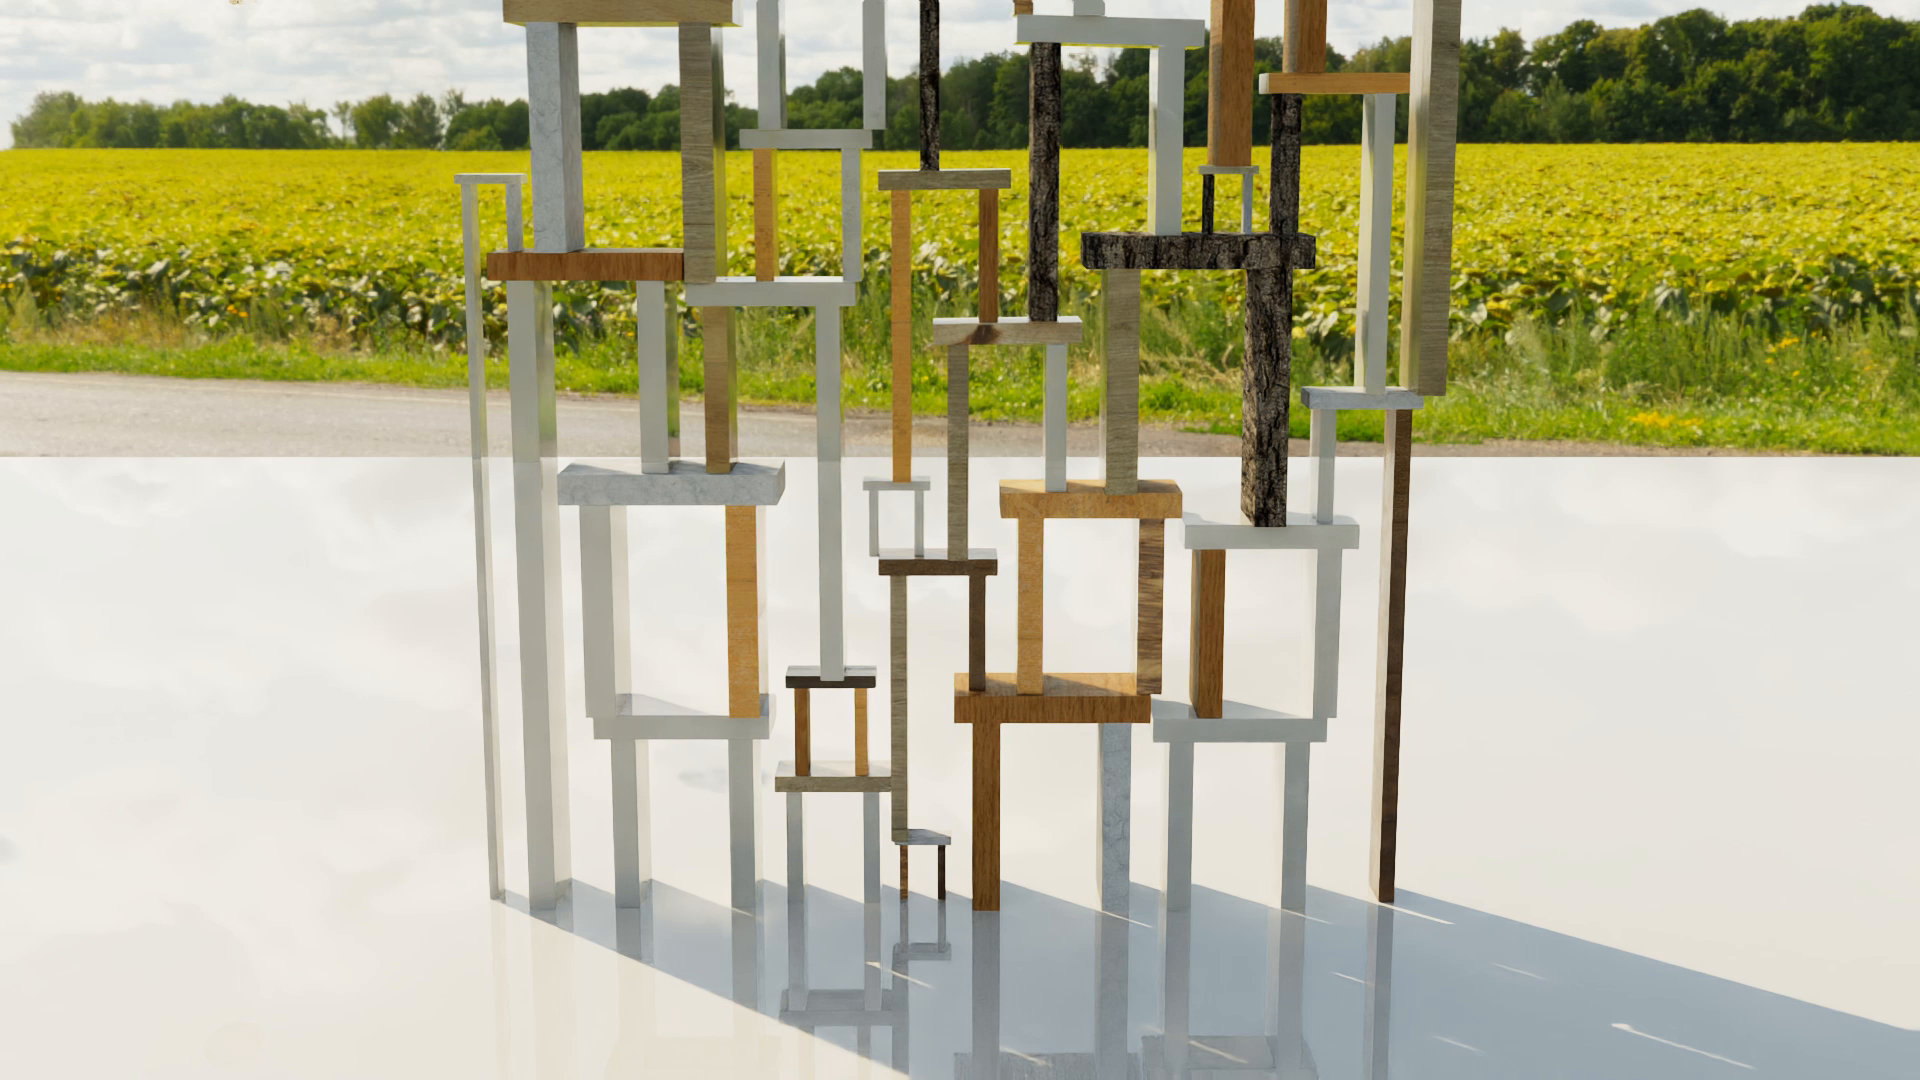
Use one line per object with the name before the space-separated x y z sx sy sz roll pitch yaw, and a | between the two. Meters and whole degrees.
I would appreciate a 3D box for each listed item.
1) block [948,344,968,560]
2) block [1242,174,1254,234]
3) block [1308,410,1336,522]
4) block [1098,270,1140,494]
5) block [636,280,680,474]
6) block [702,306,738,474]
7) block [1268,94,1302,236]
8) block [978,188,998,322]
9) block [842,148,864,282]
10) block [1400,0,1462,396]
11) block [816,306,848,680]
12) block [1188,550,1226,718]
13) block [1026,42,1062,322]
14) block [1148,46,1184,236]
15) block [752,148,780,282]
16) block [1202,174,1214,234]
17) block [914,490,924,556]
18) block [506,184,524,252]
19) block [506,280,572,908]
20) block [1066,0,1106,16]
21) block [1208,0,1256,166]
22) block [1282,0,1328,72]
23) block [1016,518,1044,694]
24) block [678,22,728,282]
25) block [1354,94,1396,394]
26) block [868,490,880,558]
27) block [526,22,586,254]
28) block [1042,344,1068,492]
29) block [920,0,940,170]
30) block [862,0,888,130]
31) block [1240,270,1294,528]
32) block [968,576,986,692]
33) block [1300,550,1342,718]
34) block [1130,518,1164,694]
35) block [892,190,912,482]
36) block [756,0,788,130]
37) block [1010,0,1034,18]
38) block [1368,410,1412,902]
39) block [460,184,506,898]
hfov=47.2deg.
block | -0.003 -0.146 3.527 0.033 0.343 0.117 0 11 -1
block | 0.453 -0.529 3.462 0.013 0.094 0.047 1 11 4
block | 0.583 -0.126 3.540 0.026 0.181 0.090 0 10 -1
block | 0.254 -0.260 3.509 0.050 0.353 0.176 0 10 0
block | -0.481 -0.267 3.514 0.043 0.303 0.152 0 11 0
block | -0.382 -0.246 3.510 0.037 0.264 0.132 0 11 0
block | 0.509 -0.589 3.446 0.031 0.217 0.108 0 11 0
block | 0.044 -0.451 3.475 0.029 0.206 0.103 0 10 -1
block | -0.169 -0.513 3.462 0.029 0.204 0.102 0 11 0
block | 0.738 -0.633 3.441 0.043 0.800 0.153 0 11 0
block | -0.206 -0.081 3.541 0.037 0.600 0.132 0 11 0
block | 0.403 0.138 3.587 0.039 0.277 0.139 0 11 0
block | 0.131 -0.561 3.452 0.041 0.423 0.143 0 11 -1
block | 0.322 -0.624 3.444 0.041 0.286 0.143 0 11 0
block | -0.305 -0.513 3.463 0.029 0.204 0.102 0 11 0
block | 0.390 -0.529 3.460 0.013 0.094 0.047 0 11 0
block | -0.066 -0.031 3.548 0.015 0.108 0.054 0 11 -1
block | -0.702 -0.509 3.465 0.015 0.104 0.052 0 11 0
block | -0.683 0.086 3.580 0.043 1.023 0.152 0 11 0
block | 0.193 -0.978 3.371 0.049 0.345 0.172 0 11 -1
block | 0.421 -0.864 3.392 0.049 0.565 0.172 0 11 0
block | 0.535 -0.876 3.395 0.043 0.305 0.153 0 11 0
block | 0.112 0.094 3.577 0.041 0.287 0.144 0 11 0
block | -0.402 -0.607 3.451 0.049 0.393 0.174 0 11 0
block | 0.654 -0.467 3.468 0.031 0.465 0.108 0 11 0
block | -0.138 -0.031 3.547 0.015 0.108 0.054 0 11 -1
block | -0.633 -0.629 3.447 0.049 0.347 0.174 0 11 0
block | 0.152 -0.202 3.516 0.033 0.233 0.117 0 11 0
block | -0.047 -0.797 3.405 0.030 0.441 0.106 0 11 -1
block | -0.131 -0.761 3.415 0.034 0.242 0.121 0 11 0
block | 0.489 -0.235 3.514 0.050 0.404 0.176 0 11 0
block | 0.028 0.142 3.583 0.027 0.191 0.095 0 11 0
block | 0.588 0.138 3.586 0.039 0.277 0.139 0 11 0
block | 0.304 0.094 3.577 0.041 0.287 0.144 0 11 0
block | -0.093 -0.326 3.498 0.029 0.459 0.103 0 11 -1
block | -0.293 -0.761 3.415 0.034 0.242 0.121 0 11 0
block | 0.096 -0.916 3.385 0.030 0.212 0.106 0 11 -1
block | 0.703 0.187 3.599 0.026 0.818 0.090 0 11 0
block | -0.771 0.015 3.562 0.015 1.170 0.052 0 11 0
